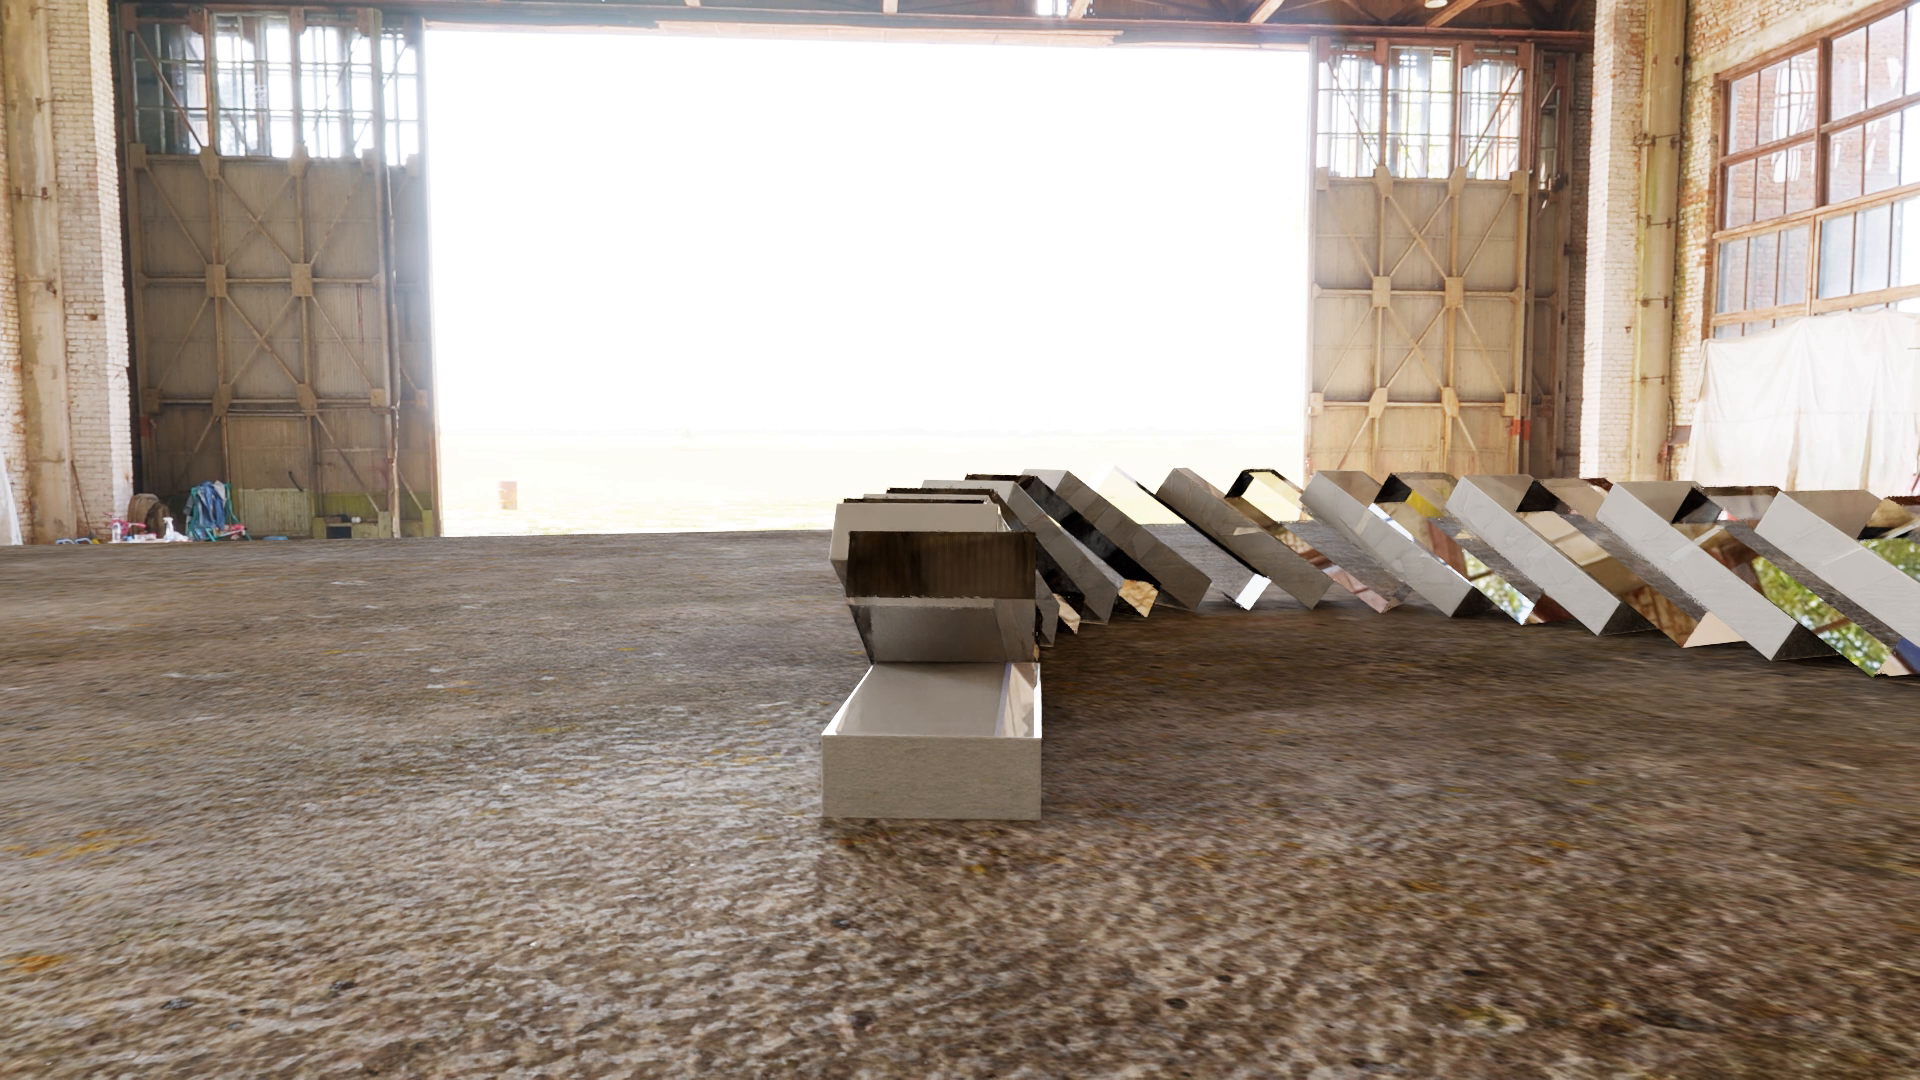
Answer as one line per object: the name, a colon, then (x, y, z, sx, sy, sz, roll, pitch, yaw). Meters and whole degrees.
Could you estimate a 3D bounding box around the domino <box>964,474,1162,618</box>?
domino: (0.024, 0.001, 0.312, 0.050, 0.009, 0.025, 38, -20, -34)

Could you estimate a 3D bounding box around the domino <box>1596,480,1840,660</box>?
domino: (0.164, 0.005, 0.273, 0.025, 0.009, 0.050, -2, 36, -22)

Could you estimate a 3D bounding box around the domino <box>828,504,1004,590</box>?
domino: (-0.004, 0.010, 0.214, 0.025, 0.009, 0.050, 1, -26, 9)

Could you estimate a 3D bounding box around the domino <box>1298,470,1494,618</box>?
domino: (0.115, 0.000, 0.333, 0.025, 0.009, 0.050, -3, 38, -46)

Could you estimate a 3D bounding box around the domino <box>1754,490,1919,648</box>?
domino: (0.178, 0.008, 0.237, 0.025, 0.010, 0.050, -2, 35, -22)

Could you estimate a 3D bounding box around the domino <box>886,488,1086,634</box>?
domino: (0.006, 0.005, 0.275, 0.025, 0.009, 0.050, 2, -26, 30)

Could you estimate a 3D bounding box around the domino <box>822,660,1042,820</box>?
domino: (-0.002, 0.025, 0.170, 0.025, 0.010, 0.050, 0, 4, 3)

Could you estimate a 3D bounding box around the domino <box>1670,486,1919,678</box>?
domino: (0.171, 0.007, 0.255, 0.025, 0.009, 0.050, -2, 35, -22)

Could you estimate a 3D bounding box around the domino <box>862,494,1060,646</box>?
domino: (0.001, 0.007, 0.255, 0.025, 0.010, 0.050, 2, -25, 22)

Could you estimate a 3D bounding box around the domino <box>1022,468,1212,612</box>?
domino: (0.038, 0.000, 0.328, 0.050, 0.009, 0.025, 35, -9, -20)

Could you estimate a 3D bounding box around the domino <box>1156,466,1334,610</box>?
domino: (0.077, -0.001, 0.344, 0.050, 0.010, 0.025, 37, 14, 12)

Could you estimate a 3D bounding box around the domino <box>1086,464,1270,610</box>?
domino: (0.056, -0.001, 0.339, 0.050, 0.009, 0.025, 36, 2, -4)

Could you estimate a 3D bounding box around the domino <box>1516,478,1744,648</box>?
domino: (0.154, 0.004, 0.289, 0.025, 0.009, 0.050, -2, 36, -27)

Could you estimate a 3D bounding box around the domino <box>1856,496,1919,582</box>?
domino: (0.185, 0.010, 0.219, 0.025, 0.010, 0.050, -2, 34, -22)

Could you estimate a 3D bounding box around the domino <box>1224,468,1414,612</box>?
domino: (0.096, -0.001, 0.341, 0.050, 0.010, 0.025, 40, 22, 23)

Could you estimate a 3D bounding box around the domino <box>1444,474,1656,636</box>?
domino: (0.143, 0.002, 0.306, 0.025, 0.009, 0.050, -2, 37, -30)

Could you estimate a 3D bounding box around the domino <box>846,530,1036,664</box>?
domino: (-0.001, 0.013, 0.193, 0.025, 0.010, 0.050, 0, -22, 3)

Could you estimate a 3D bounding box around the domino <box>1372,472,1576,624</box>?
domino: (0.131, 0.001, 0.321, 0.025, 0.009, 0.050, -2, 37, -36)

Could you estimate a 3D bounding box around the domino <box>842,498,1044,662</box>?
domino: (-0.002, 0.008, 0.235, 0.025, 0.009, 0.050, 1, -26, 17)

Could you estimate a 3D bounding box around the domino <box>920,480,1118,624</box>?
domino: (0.013, 0.003, 0.294, 0.025, 0.009, 0.050, 3, -27, 38)
